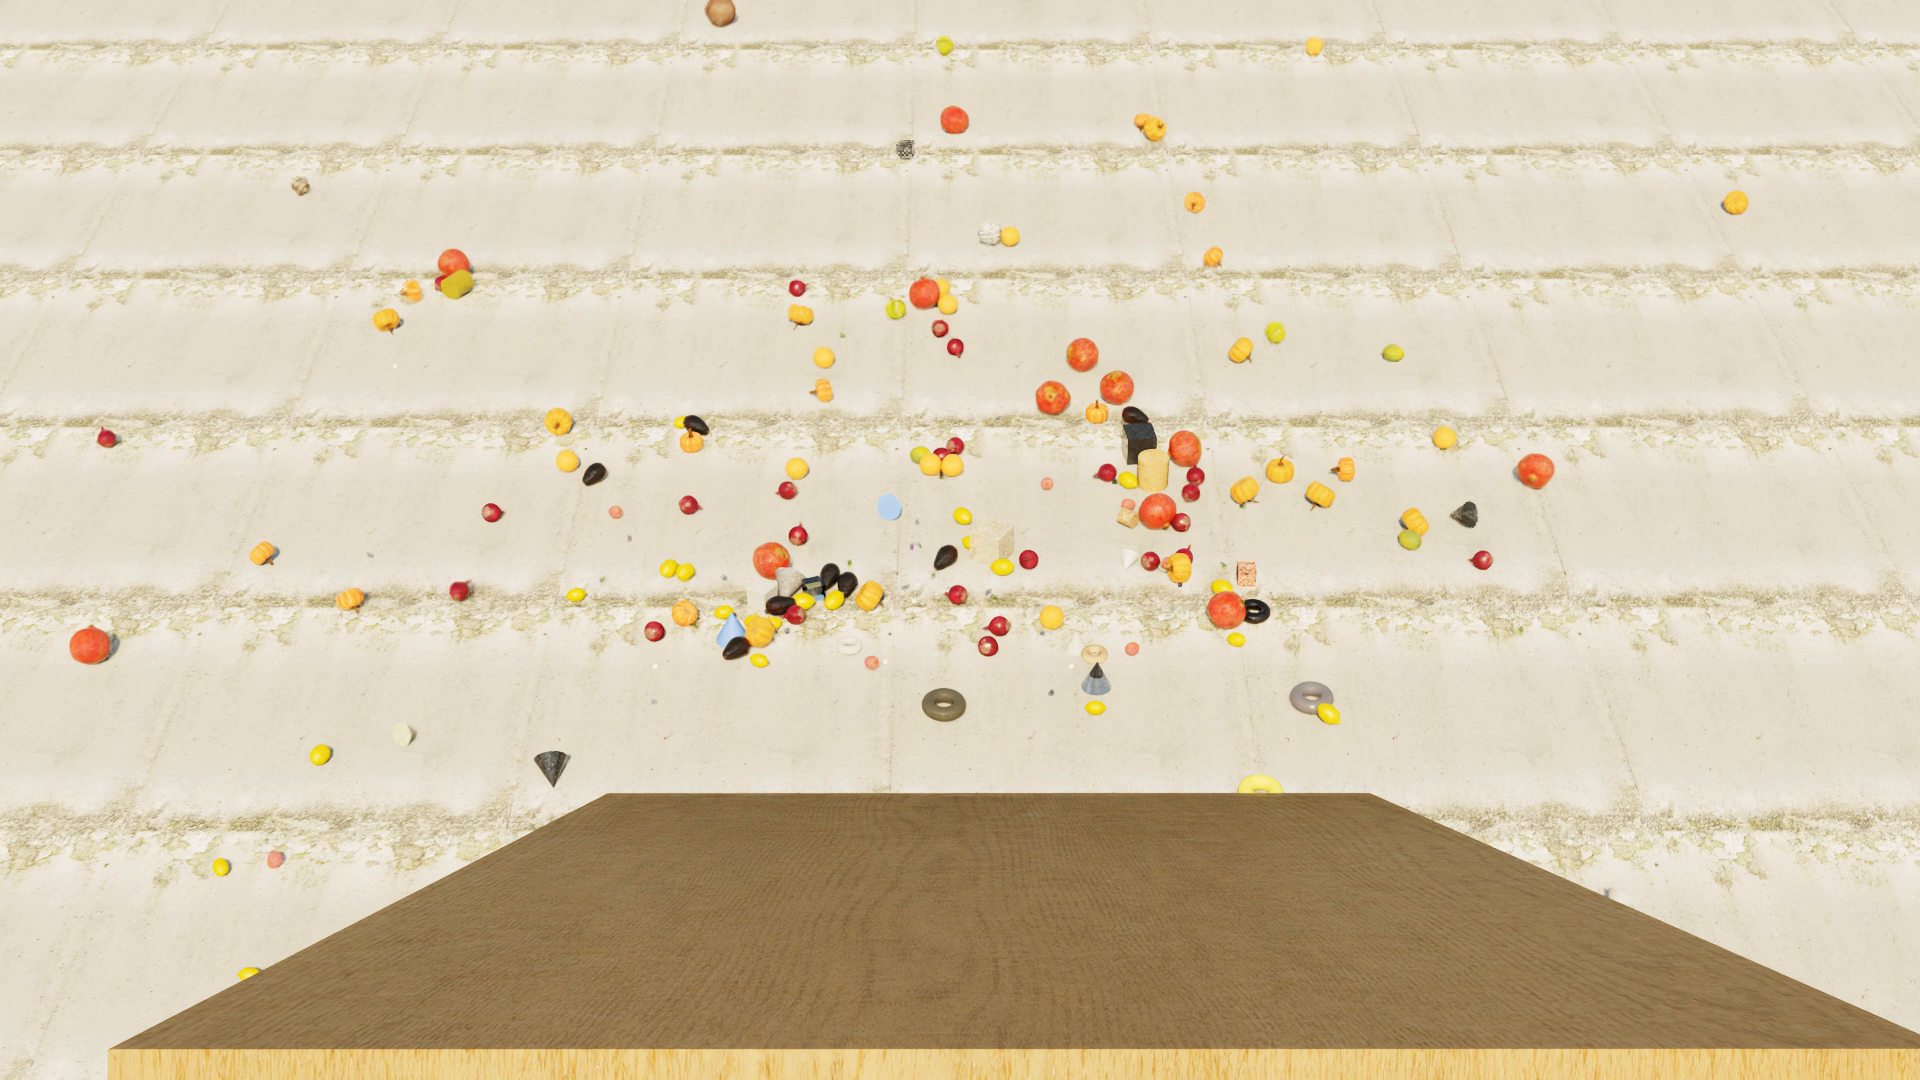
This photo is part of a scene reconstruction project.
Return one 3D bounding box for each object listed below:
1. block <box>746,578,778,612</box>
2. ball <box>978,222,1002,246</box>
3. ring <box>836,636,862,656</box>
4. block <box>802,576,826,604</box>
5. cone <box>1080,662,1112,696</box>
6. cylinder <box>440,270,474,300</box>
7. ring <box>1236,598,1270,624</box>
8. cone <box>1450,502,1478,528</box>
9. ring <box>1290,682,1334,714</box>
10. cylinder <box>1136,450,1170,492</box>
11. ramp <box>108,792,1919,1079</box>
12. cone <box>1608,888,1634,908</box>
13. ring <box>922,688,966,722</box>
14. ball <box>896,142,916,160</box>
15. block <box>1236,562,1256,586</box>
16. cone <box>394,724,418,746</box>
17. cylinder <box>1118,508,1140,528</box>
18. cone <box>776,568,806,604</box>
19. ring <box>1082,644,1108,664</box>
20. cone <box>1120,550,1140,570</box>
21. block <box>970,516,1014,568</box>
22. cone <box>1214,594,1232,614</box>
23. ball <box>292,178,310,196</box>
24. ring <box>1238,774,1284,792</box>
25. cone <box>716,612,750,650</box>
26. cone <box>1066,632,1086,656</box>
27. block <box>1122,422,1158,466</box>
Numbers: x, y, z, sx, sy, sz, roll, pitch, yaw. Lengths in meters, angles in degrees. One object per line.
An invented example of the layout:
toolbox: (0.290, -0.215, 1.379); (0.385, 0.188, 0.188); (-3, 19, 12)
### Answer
block: (-0.581, 0.162, 7.629); (0.064, 0.064, 0.064); (20, 39, 27)
ball: (0.109, -1.117, 9.476); (0.084, 0.084, 0.084); (0, 34, 0)
ring: (-0.318, 0.303, 7.457); (0.077, 0.026, 0.077); (0, 33, 0)
block: (-0.432, 0.146, 7.662); (0.053, 0.053, 0.053); (-13, 37, -18)
cone: (0.384, 0.376, 7.297); (0.088, 0.088, 0.088); (0, 34, 0)
cylinder: (-1.774, -0.902, 9.165); (0.081, 0.081, 0.081); (19, 39, 25)
ring: (0.858, 0.208, 7.589); (0.101, 0.034, 0.101); (1, 35, -1)
cone: (1.537, -0.076, 8.000); (0.082, 0.082, 0.082); (-3, 23, 47)
ring: (0.982, 0.440, 7.245); (0.124, 0.041, 0.124); (0, 36, 0)
cylinder: (0.606, -0.218, 8.152); (0.098, 0.098, 0.098); (0, 34, 0)
ramp: (0.076, 0.658, 4.811); (2.000, 0.100, 4.000); (0, -2, 0)
cone: (1.643, 0.928, 6.540); (0.074, 0.074, 0.074); (31, 72, 37)
ring: (-0.045, 0.458, 7.218); (0.125, 0.042, 0.125); (1, 35, -1)
ball: (-0.209, -1.508, 10.057); (0.072, 0.072, 0.072); (0, 34, 0)
block: (0.853, 0.101, 7.727); (0.054, 0.054, 0.054); (0, 34, 0)
cone: (-1.509, 0.530, 7.123); (0.064, 0.064, 0.064); (21, 13, 28)
cylinder: (0.518, -0.068, 7.976); (0.050, 0.050, 0.050); (25, 42, 31)
cone: (-0.513, 0.148, 7.666); (0.099, 0.099, 0.099); (10, 62, 14)
ring: (0.385, 0.326, 7.424); (0.077, 0.026, 0.077); (-1, 36, 1)
cone: (0.502, 0.069, 7.798); (0.059, 0.059, 0.059); (11, 63, 16)
block: (0.097, 0.007, 7.826); (0.098, 0.098, 0.098); (18, 38, 24)
cone: (0.772, 0.179, 7.611); (0.056, 0.056, 0.056); (0, 34, 0)
ball: (-2.492, -1.336, 9.813); (0.064, 0.064, 0.064); (0, 34, 0)
ring: (0.800, 0.670, 6.910); (0.121, 0.040, 0.121); (0, 36, 0)
cone: (-0.656, 0.246, 7.477); (0.098, 0.098, 0.098); (0, 34, 0)
cone: (0.334, 0.287, 7.447); (0.063, 0.063, 0.063); (0, 34, 0)
block: (0.572, -0.307, 8.286); (0.095, 0.095, 0.095); (-4, 35, -6)
